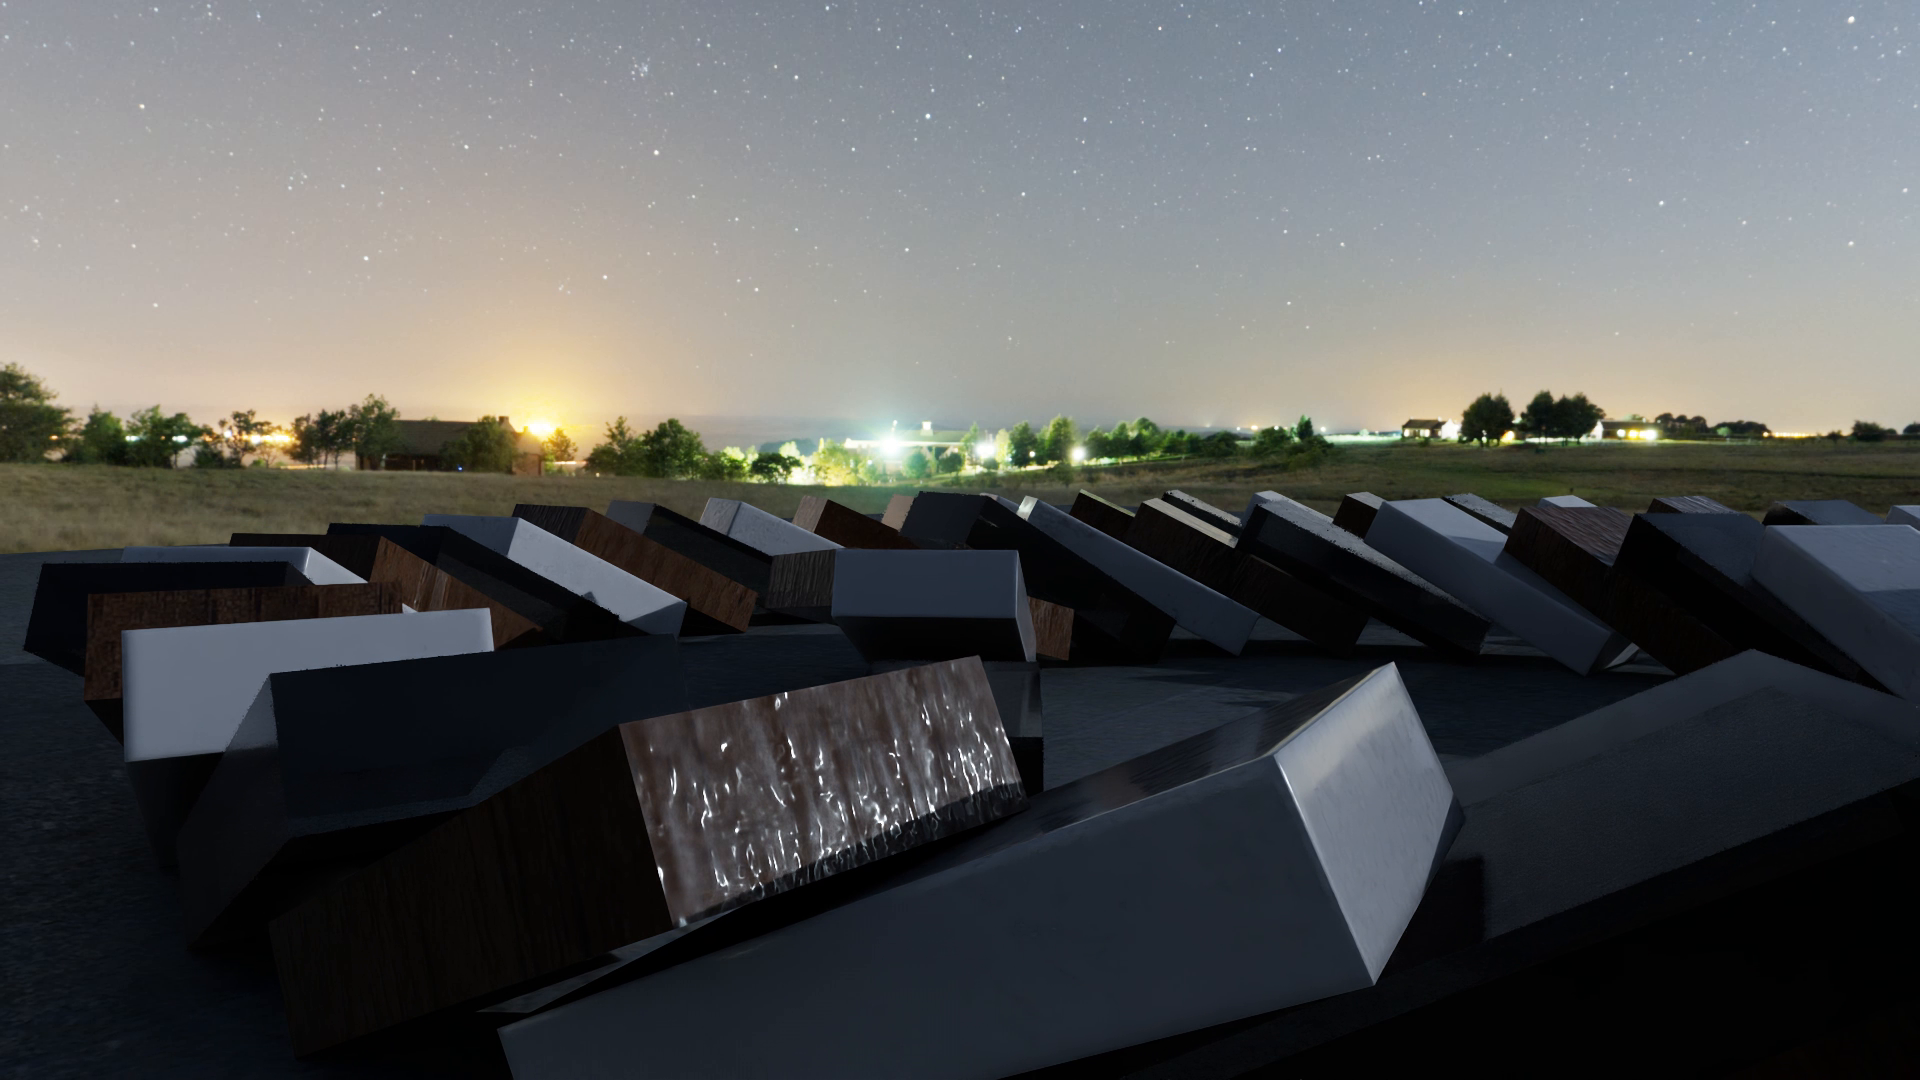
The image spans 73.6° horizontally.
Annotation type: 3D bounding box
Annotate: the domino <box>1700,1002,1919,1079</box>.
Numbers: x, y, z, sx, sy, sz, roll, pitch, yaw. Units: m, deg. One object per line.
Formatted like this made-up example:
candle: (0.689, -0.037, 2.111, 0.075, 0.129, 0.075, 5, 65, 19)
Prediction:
domino: (0.052, 0.022, 0.072, 0.050, 0.010, 0.025, -25, 3, 3)

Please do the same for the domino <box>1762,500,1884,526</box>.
domino: (0.207, 0.007, 0.282, 0.025, 0.009, 0.050, -1, 29, -23)

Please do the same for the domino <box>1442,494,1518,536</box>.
domino: (0.149, 0.003, 0.330, 0.050, 0.009, 0.025, 32, 22, 32)

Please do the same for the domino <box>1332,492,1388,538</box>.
domino: (0.126, 0.002, 0.341, 0.050, 0.010, 0.025, 29, 17, 25)

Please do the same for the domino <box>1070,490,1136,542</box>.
domino: (0.054, 0.001, 0.356, 0.050, 0.010, 0.025, 25, 7, 4)

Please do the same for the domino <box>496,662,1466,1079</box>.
domino: (0.001, 0.022, 0.073, 0.050, 0.009, 0.025, -27, -9, 28)

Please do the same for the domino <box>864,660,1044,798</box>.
domino: (-0.002, 0.025, 0.171, 0.025, 0.010, 0.050, 0, 4, 3)

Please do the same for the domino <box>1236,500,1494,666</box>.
domino: (0.084, 0.008, 0.265, 0.050, 0.009, 0.025, 30, 16, 22)

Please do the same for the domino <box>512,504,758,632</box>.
domino: (-0.071, 0.007, 0.280, 0.025, 0.009, 0.050, 3, -20, 38)

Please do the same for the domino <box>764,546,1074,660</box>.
domino: (-0.006, 0.012, 0.230, 0.050, 0.009, 0.025, 17, -14, -38)

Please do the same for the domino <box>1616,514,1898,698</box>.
domino: (0.140, 0.011, 0.218, 0.025, 0.009, 0.050, 0, 29, -15)

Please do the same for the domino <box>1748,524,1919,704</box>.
domino: (0.147, 0.014, 0.193, 0.025, 0.010, 0.050, 0, 28, -5)

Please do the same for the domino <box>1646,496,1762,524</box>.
domino: (0.190, 0.005, 0.301, 0.025, 0.009, 0.050, -3, 30, -35)

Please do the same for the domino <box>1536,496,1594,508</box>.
domino: (0.169, 0.004, 0.317, 0.050, 0.010, 0.025, 34, 25, 35)

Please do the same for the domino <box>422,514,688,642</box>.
domino: (-0.081, 0.009, 0.257, 0.025, 0.010, 0.050, 2, -19, 28)

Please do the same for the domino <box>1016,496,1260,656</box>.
domino: (0.035, 0.007, 0.265, 0.050, 0.009, 0.025, 27, 2, -4)

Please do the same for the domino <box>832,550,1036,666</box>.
domino: (-0.002, 0.014, 0.197, 0.025, 0.010, 0.050, 0, -18, 7)

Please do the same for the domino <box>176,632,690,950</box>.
domino: (-0.042, 0.020, 0.098, 0.025, 0.010, 0.050, -4, -19, -38)

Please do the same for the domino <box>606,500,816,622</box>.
domino: (-0.057, 0.005, 0.301, 0.050, 0.009, 0.025, 27, -13, -35)

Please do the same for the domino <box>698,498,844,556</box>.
domino: (-0.038, 0.004, 0.318, 0.050, 0.009, 0.025, 25, -8, -27)

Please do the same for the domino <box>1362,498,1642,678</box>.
domino: (0.109, 0.008, 0.256, 0.025, 0.009, 0.050, -4, 32, -44)

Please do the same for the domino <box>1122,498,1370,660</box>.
domino: (0.060, 0.007, 0.269, 0.050, 0.009, 0.025, 28, 11, 12)

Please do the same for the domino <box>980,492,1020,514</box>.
domino: (0.029, 0.002, 0.349, 0.050, 0.009, 0.025, 24, 0, -10)

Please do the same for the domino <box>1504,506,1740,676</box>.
domino: (0.130, 0.010, 0.240, 0.025, 0.009, 0.050, -1, 29, -22)

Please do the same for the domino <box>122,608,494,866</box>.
domino: (-0.059, 0.019, 0.117, 0.025, 0.009, 0.050, -3, -19, -30)

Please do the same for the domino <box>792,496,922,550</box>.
domino: (-0.017, 0.003, 0.331, 0.050, 0.010, 0.025, 24, -5, -20)

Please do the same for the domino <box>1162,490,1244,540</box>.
domino: (0.079, 0.001, 0.355, 0.050, 0.010, 0.025, 26, 11, 13)

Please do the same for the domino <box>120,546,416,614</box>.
domino: (-0.092, 0.014, 0.184, 0.025, 0.009, 0.050, 0, -20, 6)

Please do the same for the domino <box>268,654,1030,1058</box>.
domino: (-0.022, 0.021, 0.083, 0.025, 0.009, 0.050, -5, -18, -47)

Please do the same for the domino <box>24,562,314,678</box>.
domino: (-0.087, 0.016, 0.159, 0.025, 0.009, 0.050, 0, -21, -5)

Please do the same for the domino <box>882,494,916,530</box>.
domino: (0.005, 0.002, 0.341, 0.050, 0.009, 0.025, 24, -2, -16)

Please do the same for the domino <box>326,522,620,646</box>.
domino: (-0.088, 0.011, 0.233, 0.025, 0.009, 0.050, 2, -20, 21)

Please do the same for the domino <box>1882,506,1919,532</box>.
domino: (0.218, 0.008, 0.260, 0.025, 0.010, 0.050, -1, 29, -16)

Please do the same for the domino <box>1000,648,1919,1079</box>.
domino: (0.028, 0.022, 0.072, 0.050, 0.009, 0.025, -25, 1, 9)

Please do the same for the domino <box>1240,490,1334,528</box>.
domino: (0.103, 0.002, 0.350, 0.050, 0.010, 0.025, 28, 14, 20)

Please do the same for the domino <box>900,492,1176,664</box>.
domino: (0.015, 0.007, 0.248, 0.050, 0.009, 0.025, 32, -12, -28)

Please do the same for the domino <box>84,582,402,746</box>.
domino: (-0.073, 0.018, 0.137, 0.025, 0.009, 0.050, -2, -20, -24)

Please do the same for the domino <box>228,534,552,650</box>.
domino: (-0.091, 0.012, 0.209, 0.025, 0.009, 0.050, 1, -20, 12)
